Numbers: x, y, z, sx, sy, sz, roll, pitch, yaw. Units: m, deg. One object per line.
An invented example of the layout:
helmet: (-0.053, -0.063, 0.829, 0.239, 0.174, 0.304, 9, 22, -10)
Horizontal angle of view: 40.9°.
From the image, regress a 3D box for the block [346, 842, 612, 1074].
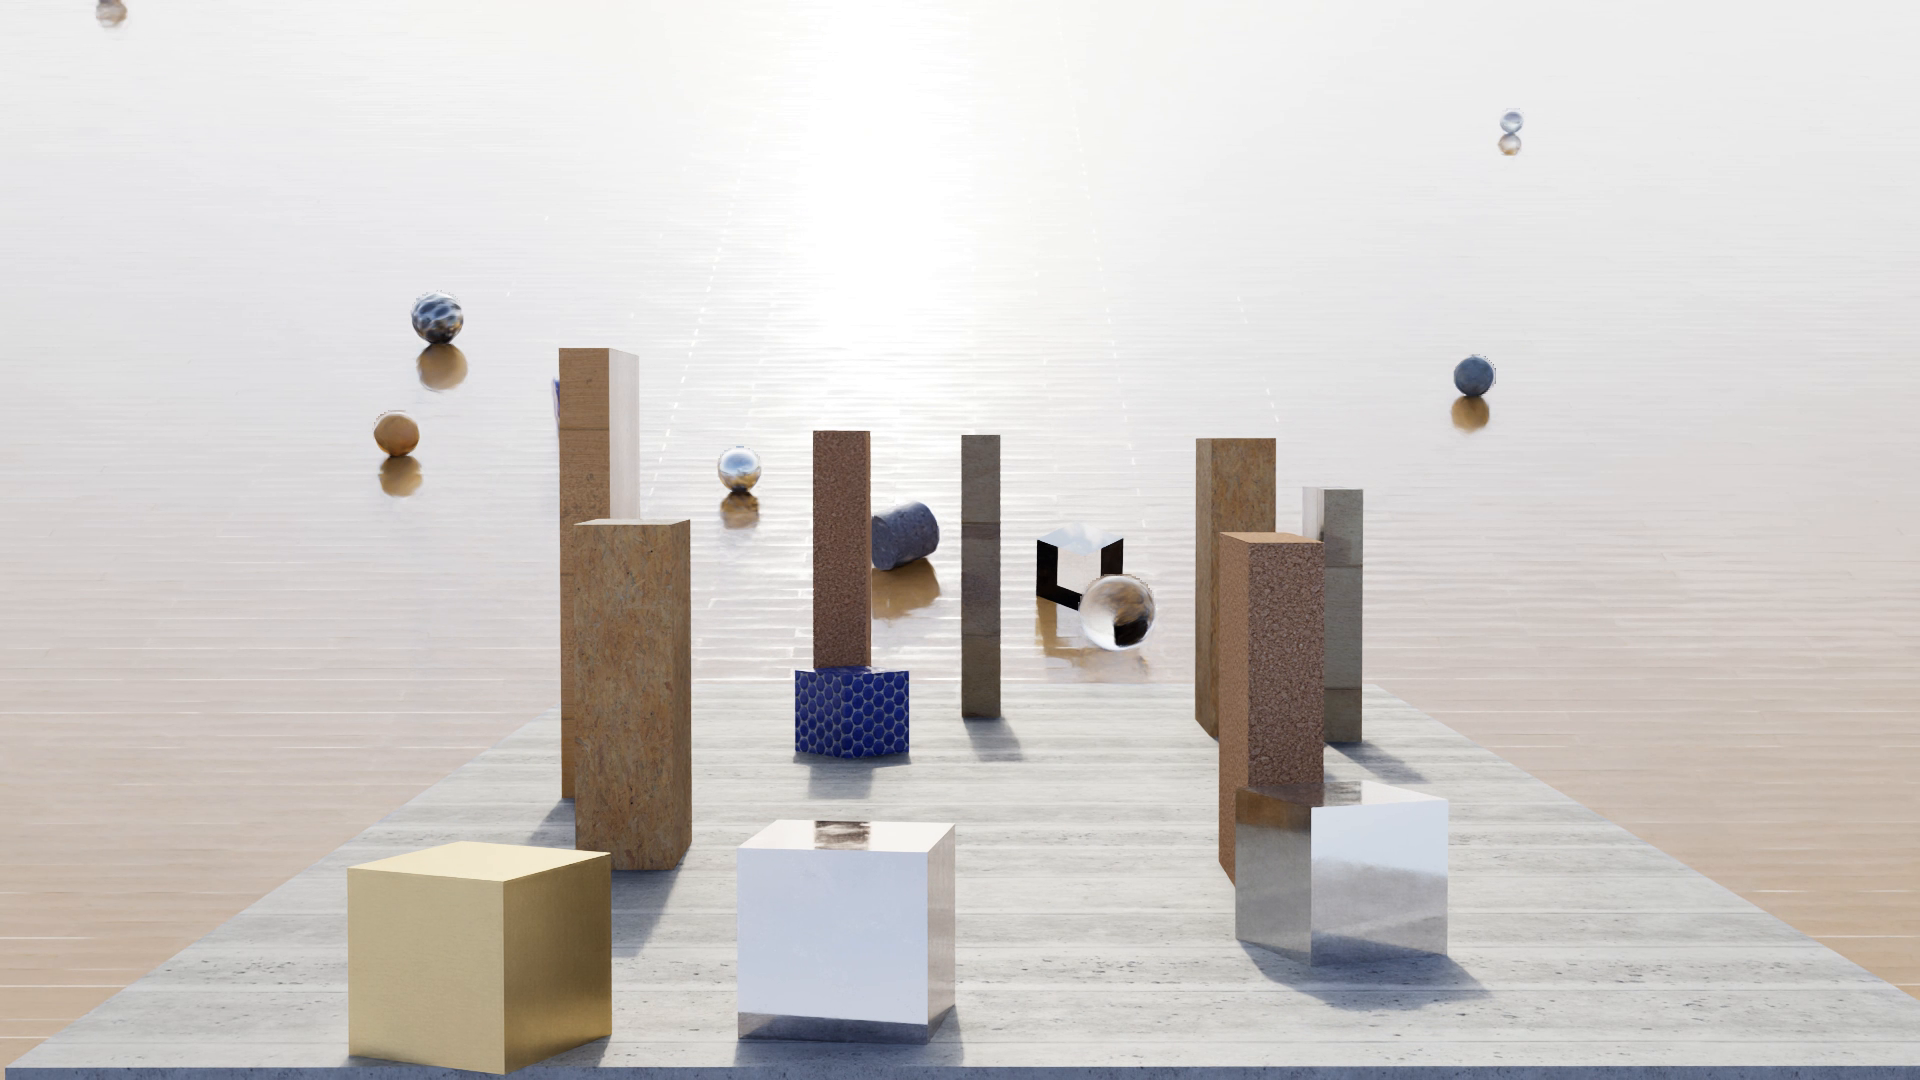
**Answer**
block: (-0.489, 0.422, 2.633, 0.190, 0.190, 0.190, 1, 2, 26)

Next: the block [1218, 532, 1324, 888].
block: (0.430, 0.238, 3.583, 0.100, 0.483, 0.377, 0, 2, 0)

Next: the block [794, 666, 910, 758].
block: (-0.215, 0.340, 5.122, 0.162, 0.162, 0.162, -2, 3, -41)

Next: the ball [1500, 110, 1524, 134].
ball: (2.541, -1.927, 11.860, 0.109, 0.109, 0.109, 0, 24, 0)

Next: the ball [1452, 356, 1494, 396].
ball: (1.733, -0.553, 8.696, 0.135, 0.135, 0.135, 0, 24, 0)

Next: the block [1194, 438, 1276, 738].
block: (0.589, 0.093, 5.530, 0.134, 0.623, 0.353, 0, 2, 0)

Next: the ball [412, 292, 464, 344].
ball: (-1.861, -0.789, 9.175, 0.183, 0.183, 0.183, 0, 24, 0)

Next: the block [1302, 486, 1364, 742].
block: (0.784, 0.149, 5.437, 0.080, 0.518, 0.329, 0, 2, 0)

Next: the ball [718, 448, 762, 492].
ball: (-0.680, -0.214, 7.925, 0.135, 0.135, 0.135, 0, 24, 0)

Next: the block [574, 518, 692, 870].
block: (-0.483, 0.221, 3.830, 0.141, 0.498, 0.261, 0, 2, 0)

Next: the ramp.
ramp: (0.054, 0.493, 4.543, 2.000, 0.100, 4.000, 0, 2, 0)

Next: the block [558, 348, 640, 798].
block: (-0.647, 0.050, 4.651, 0.087, 0.778, 0.419, 0, 2, 0)

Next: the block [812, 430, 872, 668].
block: (-0.246, 0.090, 5.409, 0.107, 0.639, 0.342, 0, 2, 0)

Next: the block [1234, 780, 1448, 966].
block: (0.463, 0.403, 3.141, 0.187, 0.187, 0.187, -1, 2, -22)

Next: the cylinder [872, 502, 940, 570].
cylinder: (-0.173, -0.013, 7.431, 0.163, 0.163, 0.163, -20, 31, -38)

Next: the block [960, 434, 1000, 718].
block: (0.047, 0.075, 5.878, 0.089, 0.631, 0.266, 0, 2, 0)

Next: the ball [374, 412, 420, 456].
ball: (-1.791, -0.337, 8.195, 0.143, 0.143, 0.143, 0, 24, 0)

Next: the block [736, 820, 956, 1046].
block: (-0.117, 0.413, 2.741, 0.199, 0.199, 0.199, 0, 2, 8)

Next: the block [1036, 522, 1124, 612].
block: (0.336, 0.075, 7.220, 0.172, 0.172, 0.172, 20, 31, 38)

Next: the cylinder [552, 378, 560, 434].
cylinder: (-1.228, -0.444, 8.393, 0.180, 0.180, 0.180, -6, 24, -13)

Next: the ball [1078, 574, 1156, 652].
ball: (0.422, 0.196, 6.904, 0.205, 0.205, 0.205, 0, 24, 0)
